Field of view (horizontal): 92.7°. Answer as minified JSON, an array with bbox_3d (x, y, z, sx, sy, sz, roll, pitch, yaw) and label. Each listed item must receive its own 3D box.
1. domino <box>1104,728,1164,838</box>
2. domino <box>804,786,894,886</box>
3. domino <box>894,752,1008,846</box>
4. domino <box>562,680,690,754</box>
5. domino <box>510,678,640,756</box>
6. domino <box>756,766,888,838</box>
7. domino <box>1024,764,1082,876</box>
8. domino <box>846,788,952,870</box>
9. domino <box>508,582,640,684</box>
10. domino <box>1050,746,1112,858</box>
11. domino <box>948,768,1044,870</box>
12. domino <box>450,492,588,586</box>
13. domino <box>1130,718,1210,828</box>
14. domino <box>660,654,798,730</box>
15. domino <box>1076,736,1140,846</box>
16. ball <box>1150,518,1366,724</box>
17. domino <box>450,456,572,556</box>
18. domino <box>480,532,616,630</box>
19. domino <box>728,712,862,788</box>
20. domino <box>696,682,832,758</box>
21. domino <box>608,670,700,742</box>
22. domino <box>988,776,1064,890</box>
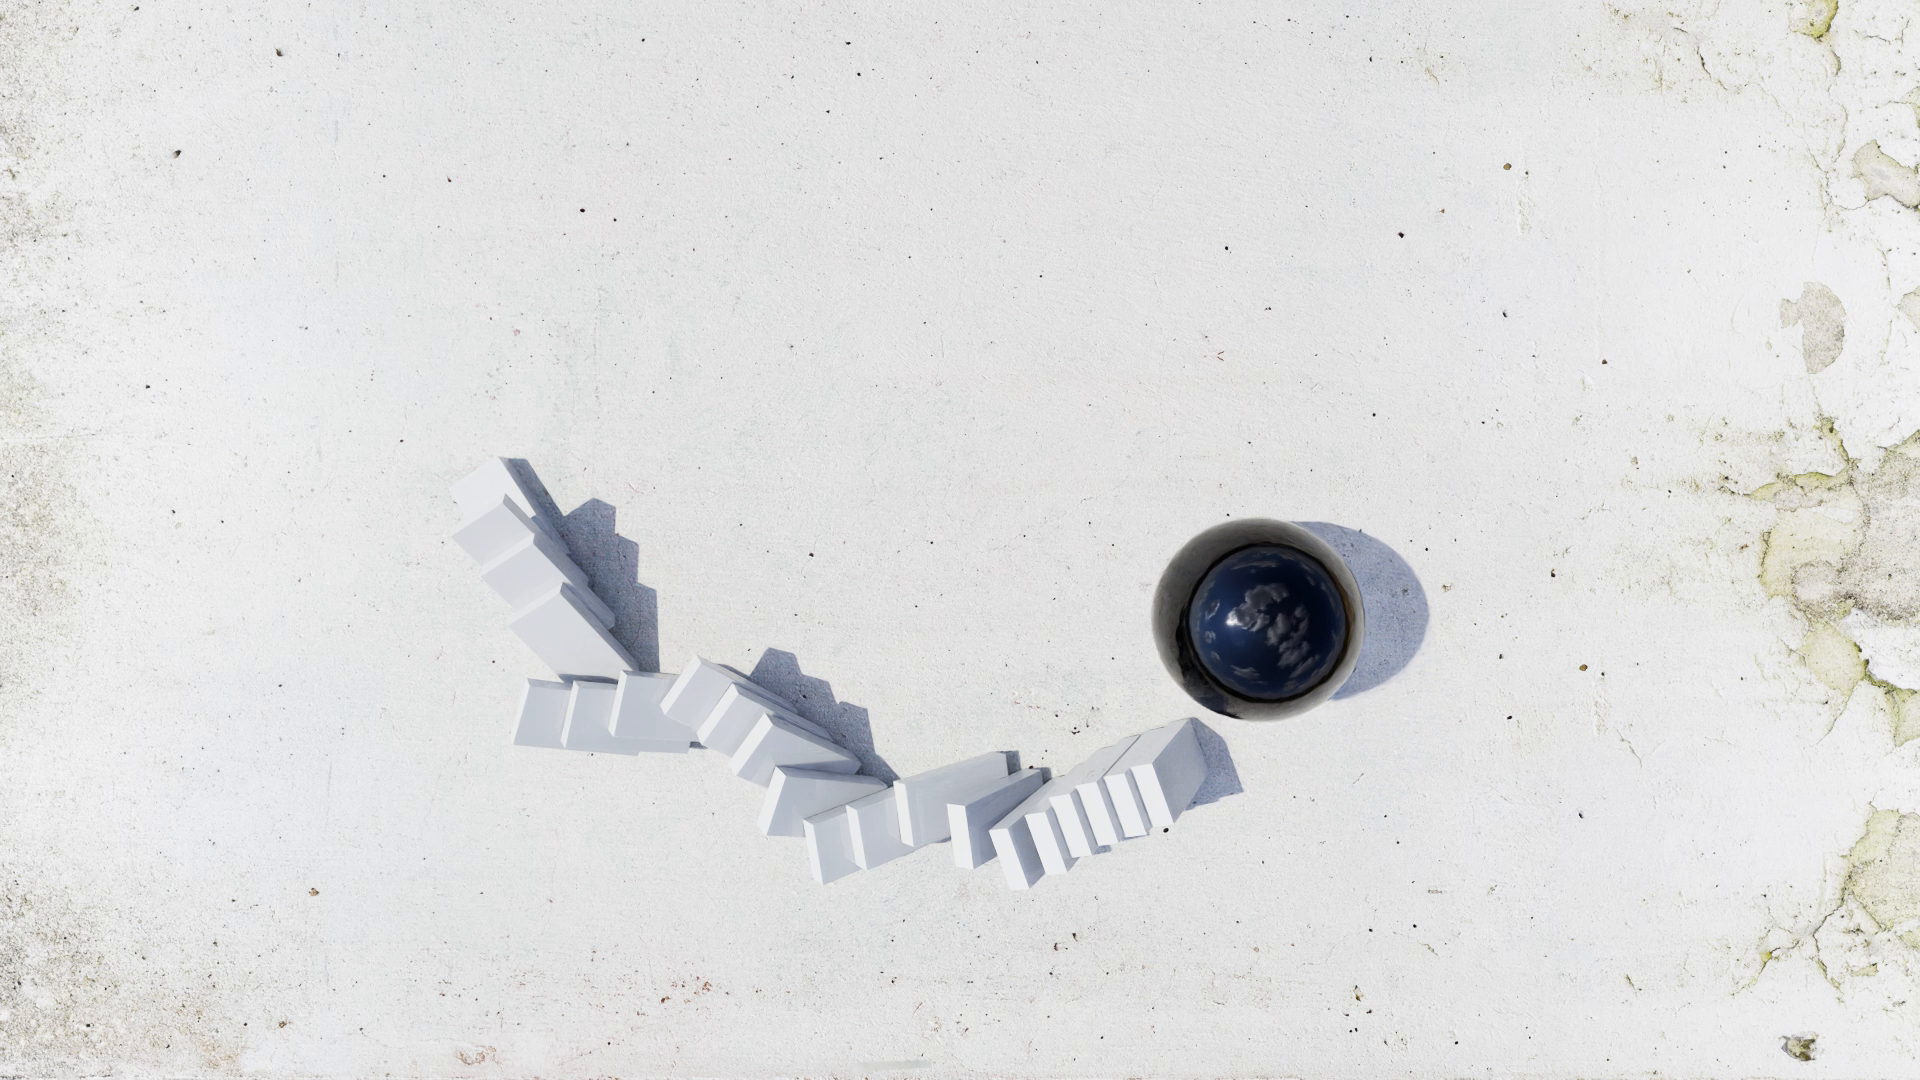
[{"bbox_3d":[0.076,0.098,0.376,0.010,0.050,0.025,-20,90,32],"label":"domino"},{"bbox_3d":[-0.039,0.121,0.381,0.050,0.009,0.025,-12,96,-33],"label":"domino"},{"bbox_3d":[-0.002,0.107,0.382,0.050,0.010,0.025,-8,90,-33],"label":"domino"},{"bbox_3d":[-0.137,0.074,0.382,0.050,0.009,0.025,12,91,-33],"label":"domino"},{"bbox_3d":[-0.157,0.074,0.382,0.050,0.009,0.025,15,93,-33],"label":"domino"},{"bbox_3d":[-0.056,0.110,0.381,0.050,0.010,0.025,18,91,-37],"label":"domino"},{"bbox_3d":[0.046,0.113,0.376,0.010,0.050,0.025,-20,90,32],"label":"domino"},{"bbox_3d":[-0.021,0.115,0.382,0.050,0.009,0.025,-12,95,-33],"label":"domino"},{"bbox_3d":[-0.161,0.044,0.384,0.025,0.010,0.050,-32,119,0],"label":"domino"},{"bbox_3d":[0.055,0.106,0.376,0.009,0.050,0.025,-20,90,32],"label":"domino"},{"bbox_3d":[0.017,0.114,0.378,0.009,0.050,0.025,-8,90,42],"label":"domino"},{"bbox_3d":[-0.182,0.007,0.381,0.025,0.010,0.050,-33,123,0],"label":"domino"},{"bbox_3d":[0.087,0.095,0.376,0.010,0.050,0.025,-20,90,32],"label":"domino"},{"bbox_3d":[-0.095,0.070,0.382,0.050,0.010,0.025,36,88,-33],"label":"domino"},{"bbox_3d":[0.066,0.102,0.376,0.010,0.050,0.025,-20,90,32],"label":"domino"},{"bbox_3d":[0.116,0.031,0.360,0.080,0.080,0.080,0,90,0],"label":"ball"},{"bbox_3d":[-0.194,-0.008,0.395,0.025,0.009,0.050,-33,90,0],"label":"domino"},{"bbox_3d":[-0.171,0.024,0.383,0.025,0.010,0.050,-33,123,0],"label":"domino"},{"bbox_3d":[-0.068,0.093,0.381,0.050,0.009,0.025,36,90,-38],"label":"domino"},{"bbox_3d":[-0.081,0.082,0.382,0.050,0.010,0.025,36,90,-33],"label":"domino"},{"bbox_3d":[-0.117,0.070,0.382,0.050,0.009,0.025,12,90,-33],"label":"domino"},{"bbox_3d":[0.034,0.120,0.377,0.009,0.050,0.025,-20,90,38],"label":"domino"}]
